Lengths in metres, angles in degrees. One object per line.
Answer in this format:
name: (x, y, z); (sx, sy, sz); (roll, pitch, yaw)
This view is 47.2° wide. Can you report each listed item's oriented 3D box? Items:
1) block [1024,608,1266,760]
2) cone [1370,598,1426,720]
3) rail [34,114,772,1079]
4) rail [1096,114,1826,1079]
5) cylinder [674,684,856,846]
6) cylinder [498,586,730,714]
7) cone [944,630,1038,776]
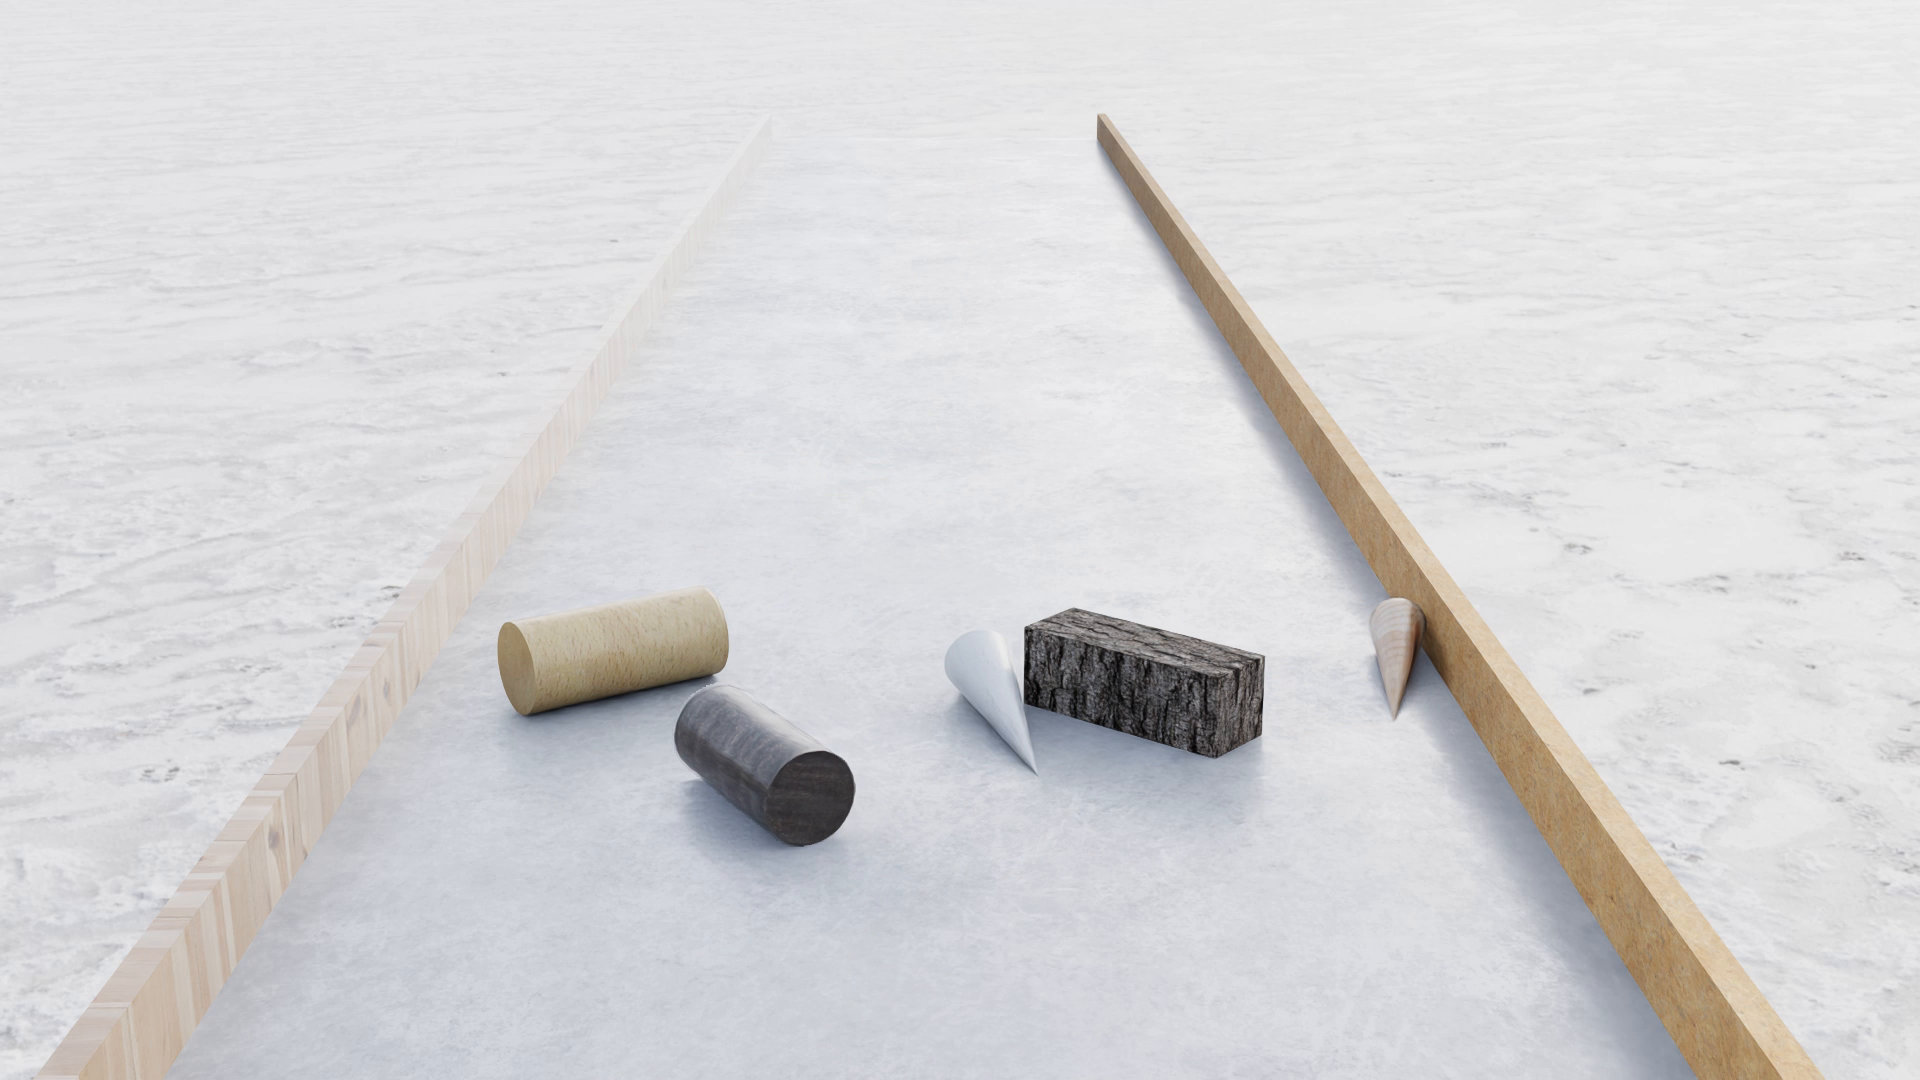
block: (0.337, 0.260, 4.082); (0.435, 0.154, 0.154); (13, 21, 38)
cone: (0.846, 0.255, 4.269); (0.115, 0.115, 0.422); (3, 25, 11)
rail: (-1.118, -0.838, 7.780); (0.050, 0.150, 12.000); (0, 17, -1)
rail: (0.932, -0.844, 7.801); (0.050, 0.150, 12.000); (0, 17, -1)
cylinder: (-0.332, 0.373, 3.688); (0.163, 0.163, 0.354); (-10, 19, -30)
cylinder: (-0.663, 0.208, 4.216); (0.402, 0.178, 0.178); (-11, 20, -33)
cone: (0.086, 0.322, 4.026); (0.134, 0.134, 0.435); (-4, 26, -13)
